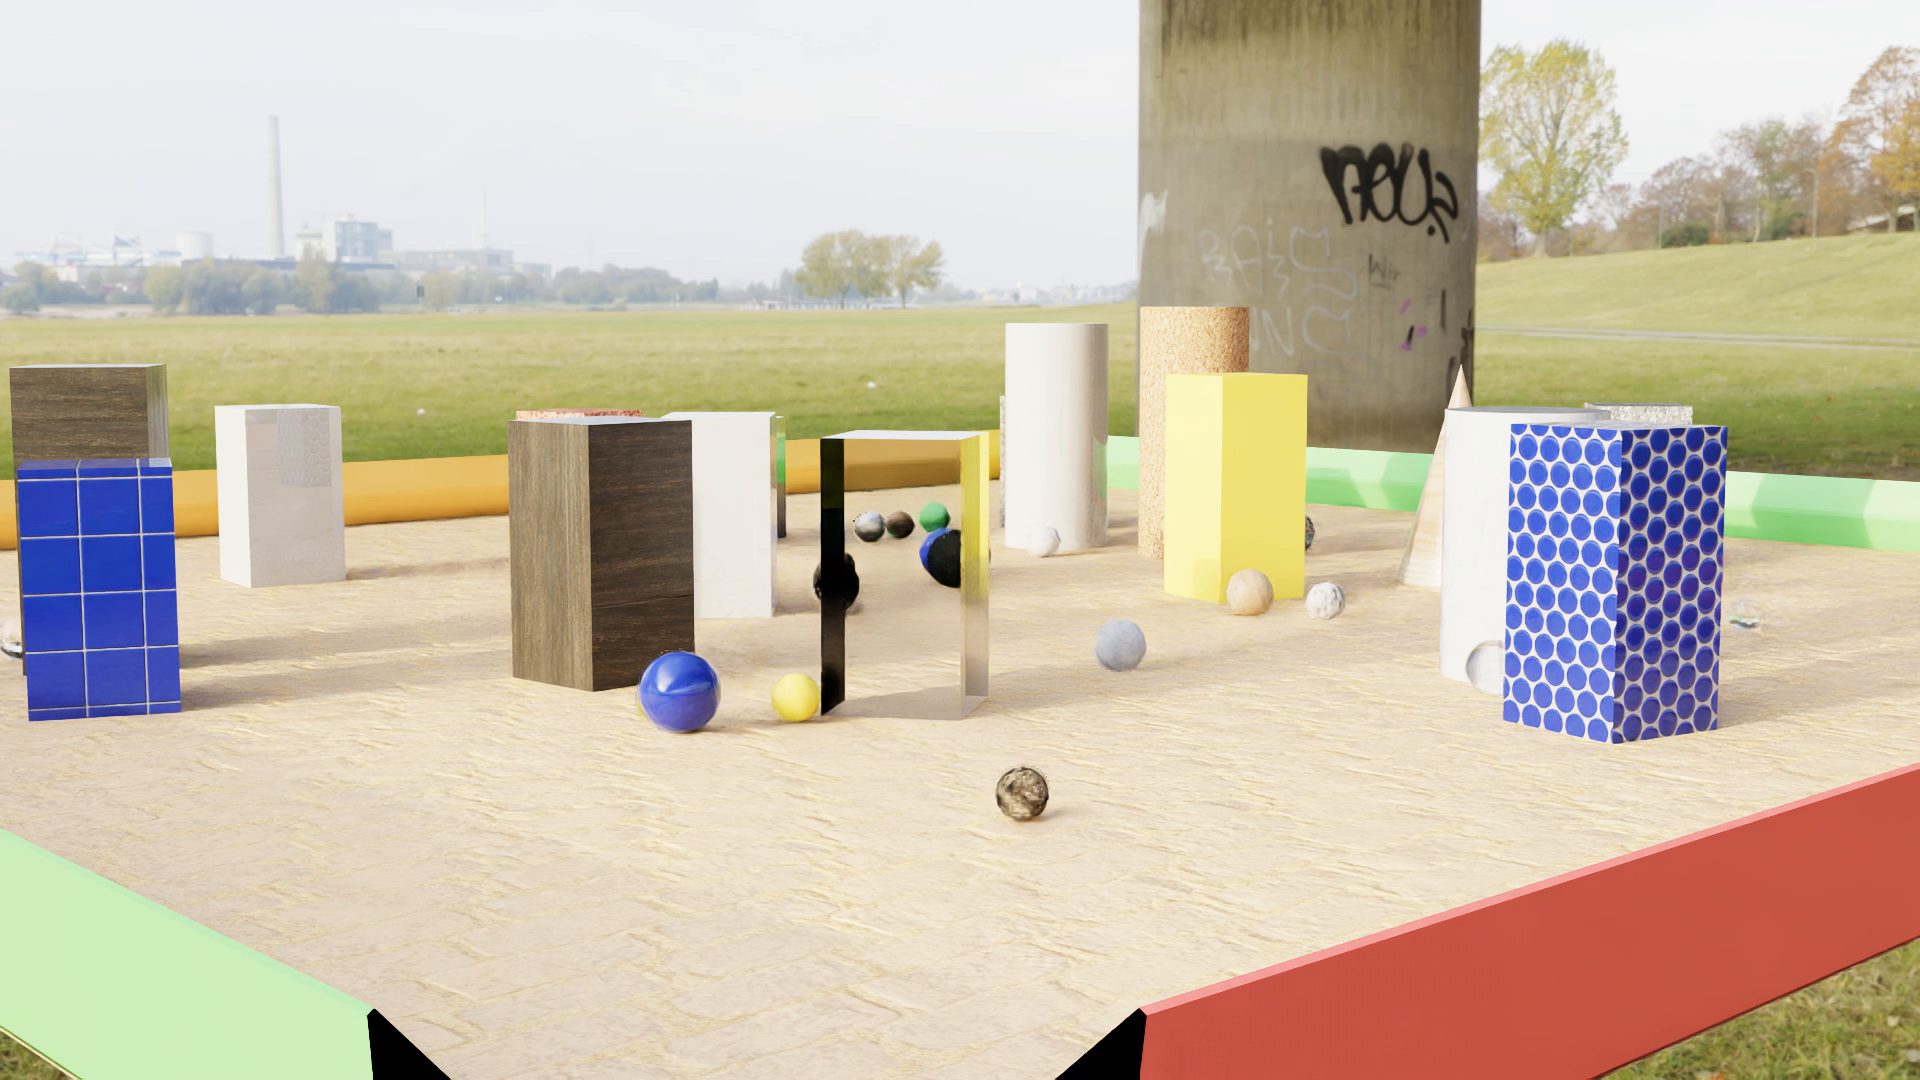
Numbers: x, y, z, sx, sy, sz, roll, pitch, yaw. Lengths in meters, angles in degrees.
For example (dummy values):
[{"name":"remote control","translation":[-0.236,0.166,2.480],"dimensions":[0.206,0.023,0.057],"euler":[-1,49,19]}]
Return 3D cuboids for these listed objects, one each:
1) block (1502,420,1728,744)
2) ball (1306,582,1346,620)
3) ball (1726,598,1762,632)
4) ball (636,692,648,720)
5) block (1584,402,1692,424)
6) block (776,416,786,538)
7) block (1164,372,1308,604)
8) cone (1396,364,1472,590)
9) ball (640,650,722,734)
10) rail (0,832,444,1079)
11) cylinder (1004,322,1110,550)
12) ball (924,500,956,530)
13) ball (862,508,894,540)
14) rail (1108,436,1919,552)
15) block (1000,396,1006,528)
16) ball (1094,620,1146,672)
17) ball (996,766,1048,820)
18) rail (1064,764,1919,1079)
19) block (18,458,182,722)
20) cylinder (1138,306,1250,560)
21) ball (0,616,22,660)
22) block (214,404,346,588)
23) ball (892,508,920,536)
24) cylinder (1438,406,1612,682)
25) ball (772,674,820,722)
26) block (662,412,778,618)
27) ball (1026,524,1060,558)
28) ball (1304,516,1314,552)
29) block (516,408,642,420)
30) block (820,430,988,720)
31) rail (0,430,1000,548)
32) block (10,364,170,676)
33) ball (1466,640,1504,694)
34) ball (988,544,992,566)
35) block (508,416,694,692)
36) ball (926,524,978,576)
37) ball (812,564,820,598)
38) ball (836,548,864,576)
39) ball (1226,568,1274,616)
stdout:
[{"name":"block","translation":[0.698,0.038,2.349],"dimensions":[0.156,0.323,0.156],"euler":[-4,7,-30]},{"name":"ball","translation":[0.526,0.088,3.162],"dimensions":[0.055,0.055,0.055],"euler":[0,6,0]},{"name":"ball","translation":[1.090,0.103,3.054],"dimensions":[0.047,0.047,0.047],"euler":[0,6,0]},{"name":"ball","translation":[-0.330,0.176,2.384],"dimensions":[0.042,0.042,0.042],"euler":[0,6,0]},{"name":"block","translation":[1.172,-0.095,3.819],"dimensions":[0.156,0.281,0.156],"euler":[1,6,8]},{"name":"block","translation":[-0.443,-0.119,4.266],"dimensions":[0.156,0.236,0.156],"euler":[2,6,21]},{"name":"block","translation":[0.428,-0.085,3.427],"dimensions":[0.156,0.344,0.156],"euler":[-3,7,-27]},{"name":"cone","translation":[0.810,-0.107,3.571],"dimensions":[0.195,0.357,0.195],"euler":[0,6,0]},{"name":"ball","translation":[-0.295,0.160,2.319],"dimensions":[0.086,0.086,0.086],"euler":[0,6,0]},{"name":"rail","translation":[-1.294,0.157,2.145],"dimensions":[0.045,0.127,3.552],"euler":[-5,8,-42]},{"name":"cylinder","translation":[0.183,-0.200,4.160],"dimensions":[0.195,0.419,0.195],"euler":[0,6,0]},{"name":"ball","translation":[-0.040,-0.050,4.439],"dimensions":[0.064,0.064,0.064],"euler":[0,6,0]},{"name":"ball","translation":[-0.161,-0.031,4.269],"dimensions":[0.061,0.061,0.061],"euler":[0,6,0]},{"name":"rail","translation":[1.294,-0.091,4.519],"dimensions":[0.045,0.127,3.552],"euler":[-5,8,-42]},{"name":"block","translation":[0.192,-0.160,4.498],"dimensions":[0.156,0.270,0.156],"euler":[5,8,41]},{"name":"ball","translation":[0.198,0.130,2.713],"dimensions":[0.064,0.064,0.064],"euler":[0,6,0]},{"name":"ball","translation":[0.054,0.222,1.922],"dimensions":[0.047,0.047,0.047],"euler":[0,6,0]},{"name":"rail","translation":[1.188,0.167,2.051],"dimensions":[3.568,0.127,0.045],"euler":[-5,8,-42]},{"name":"block","translation":[-0.964,0.051,2.470],"dimensions":[0.156,0.273,0.156],"euler":[-2,6,-20]},{"name":"cylinder","translation":[0.423,-0.196,3.982],"dimensions":[0.195,0.449,0.195],"euler":[0,6,0]},{"name":"ball","translation":[-1.195,0.125,2.798],"dimensions":[0.057,0.057,0.057],"euler":[0,6,0]},{"name":"block","translation":[-1.119,-0.076,3.620],"dimensions":[0.156,0.286,0.156],"euler":[-4,7,-35]},{"name":"ball","translation":[-0.105,-0.035,4.330],"dimensions":[0.055,0.055,0.055],"euler":[0,6,0]},{"name":"cylinder","translation":[0.686,0.004,2.678],"dimensions":[0.195,0.324,0.195],"euler":[0,6,0]},{"name":"ball","translation":[-0.177,0.171,2.381],"dimensions":[0.053,0.053,0.053],"euler":[0,6,0]},{"name":"block","translation":[-0.353,-0.040,3.251],"dimensions":[0.156,0.291,0.156],"euler":[0,6,-1]},{"name":"ball","translation":[0.151,0.001,3.963],"dimensions":[0.060,0.060,0.060],"euler":[0,6,0]},{"name":"ball","translation":[0.600,-0.013,3.988],"dimensions":[0.084,0.084,0.084],"euler":[0,6,0]},{"name":"block","translation":[-0.677,-0.098,3.924],"dimensions":[0.156,0.266,0.156],"euler":[4,7,31]},{"name":"block","translation":[-0.060,0.035,2.465],"dimensions":[0.156,0.306,0.156],"euler":[1,6,12]},{"name":"rail","translation":[-1.188,-0.101,4.613],"dimensions":[3.568,0.127,0.045],"euler":[-5,8,-42]},{"name":"block","translation":[-1.081,-0.030,2.754],"dimensions":[0.156,0.375,0.156],"euler":[-1,6,-11]},{"name":"ball","translation":[0.619,0.147,2.552],"dimensions":[0.064,0.064,0.064],"euler":[0,6,0]},{"name":"ball","translation":[0.005,0.026,3.579],"dimensions":[0.092,0.092,0.092],"euler":[0,6,0]},{"name":"block","translation":[-0.433,0.011,2.660],"dimensions":[0.156,0.312,0.156],"euler":[5,8,42]},{"name":"ball","translation":[-0.012,0.017,3.688],"dimensions":[0.086,0.086,0.086],"euler":[0,6,0]},{"name":"ball","translation":[-0.178,0.061,3.279],"dimensions":[0.084,0.084,0.084],"euler":[0,6,0]},{"name":"ball","translation":[-0.186,0.036,3.697],"dimensions":[0.047,0.047,0.047],"euler":[0,6,0]},{"name":"ball","translation":[0.423,0.076,3.207],"dimensions":[0.069,0.069,0.069],"euler":[0,6,0]}]
